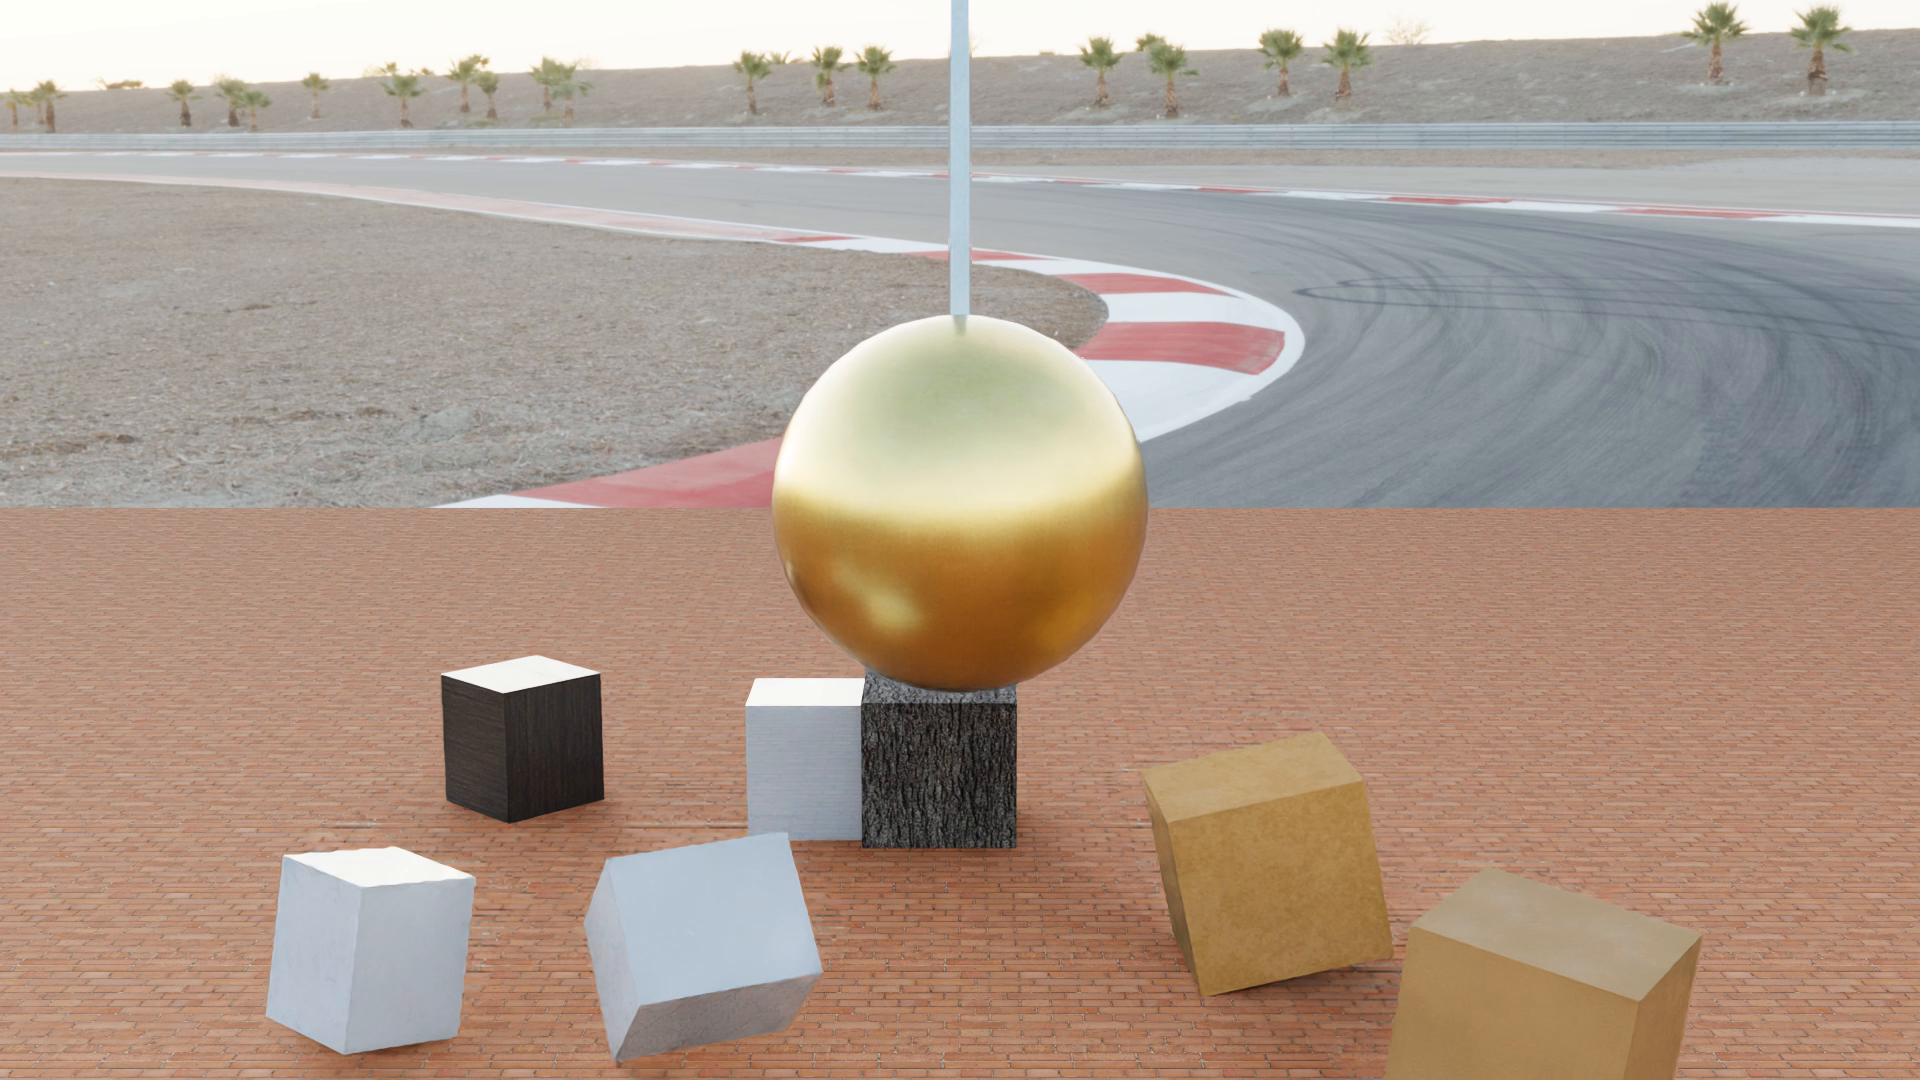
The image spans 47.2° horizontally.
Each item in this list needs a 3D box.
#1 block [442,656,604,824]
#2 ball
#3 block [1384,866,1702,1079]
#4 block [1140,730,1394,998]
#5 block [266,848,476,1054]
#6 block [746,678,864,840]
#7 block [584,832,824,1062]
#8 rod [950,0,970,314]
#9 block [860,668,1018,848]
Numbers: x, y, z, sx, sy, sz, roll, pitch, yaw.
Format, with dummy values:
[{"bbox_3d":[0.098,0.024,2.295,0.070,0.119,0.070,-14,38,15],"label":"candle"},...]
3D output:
[{"bbox_3d":[-2.343,1.057,11.795,0.585,0.701,0.613,10,14,44],"label":"block"},{"bbox_3d":[0.000,-0.151,9.327,1.600,1.600,1.600,0,10,0],"label":"ball"},{"bbox_3d":[2.036,1.718,7.724,0.795,0.762,0.746,15,17,31],"label":"block"},{"bbox_3d":[1.303,1.372,9.437,0.823,0.774,0.768,-12,11,-1],"label":"block"},{"bbox_3d":[-2.328,1.606,8.690,0.546,0.646,0.523,10,4,41],"label":"block"},{"bbox_3d":[-0.786,1.128,11.391,0.585,0.705,0.563,0,10,0],"label":"block"},{"bbox_3d":[-1.005,1.570,8.500,0.706,0.584,0.625,-6,-29,-22],"label":"block"},{"bbox_3d":[0.000,-3.525,9.748,0.080,5.200,0.080,0,-7,0],"label":"rod"},{"bbox_3d":[-0.105,1.114,11.338,0.776,0.752,0.729,0,10,0],"label":"block"}]
